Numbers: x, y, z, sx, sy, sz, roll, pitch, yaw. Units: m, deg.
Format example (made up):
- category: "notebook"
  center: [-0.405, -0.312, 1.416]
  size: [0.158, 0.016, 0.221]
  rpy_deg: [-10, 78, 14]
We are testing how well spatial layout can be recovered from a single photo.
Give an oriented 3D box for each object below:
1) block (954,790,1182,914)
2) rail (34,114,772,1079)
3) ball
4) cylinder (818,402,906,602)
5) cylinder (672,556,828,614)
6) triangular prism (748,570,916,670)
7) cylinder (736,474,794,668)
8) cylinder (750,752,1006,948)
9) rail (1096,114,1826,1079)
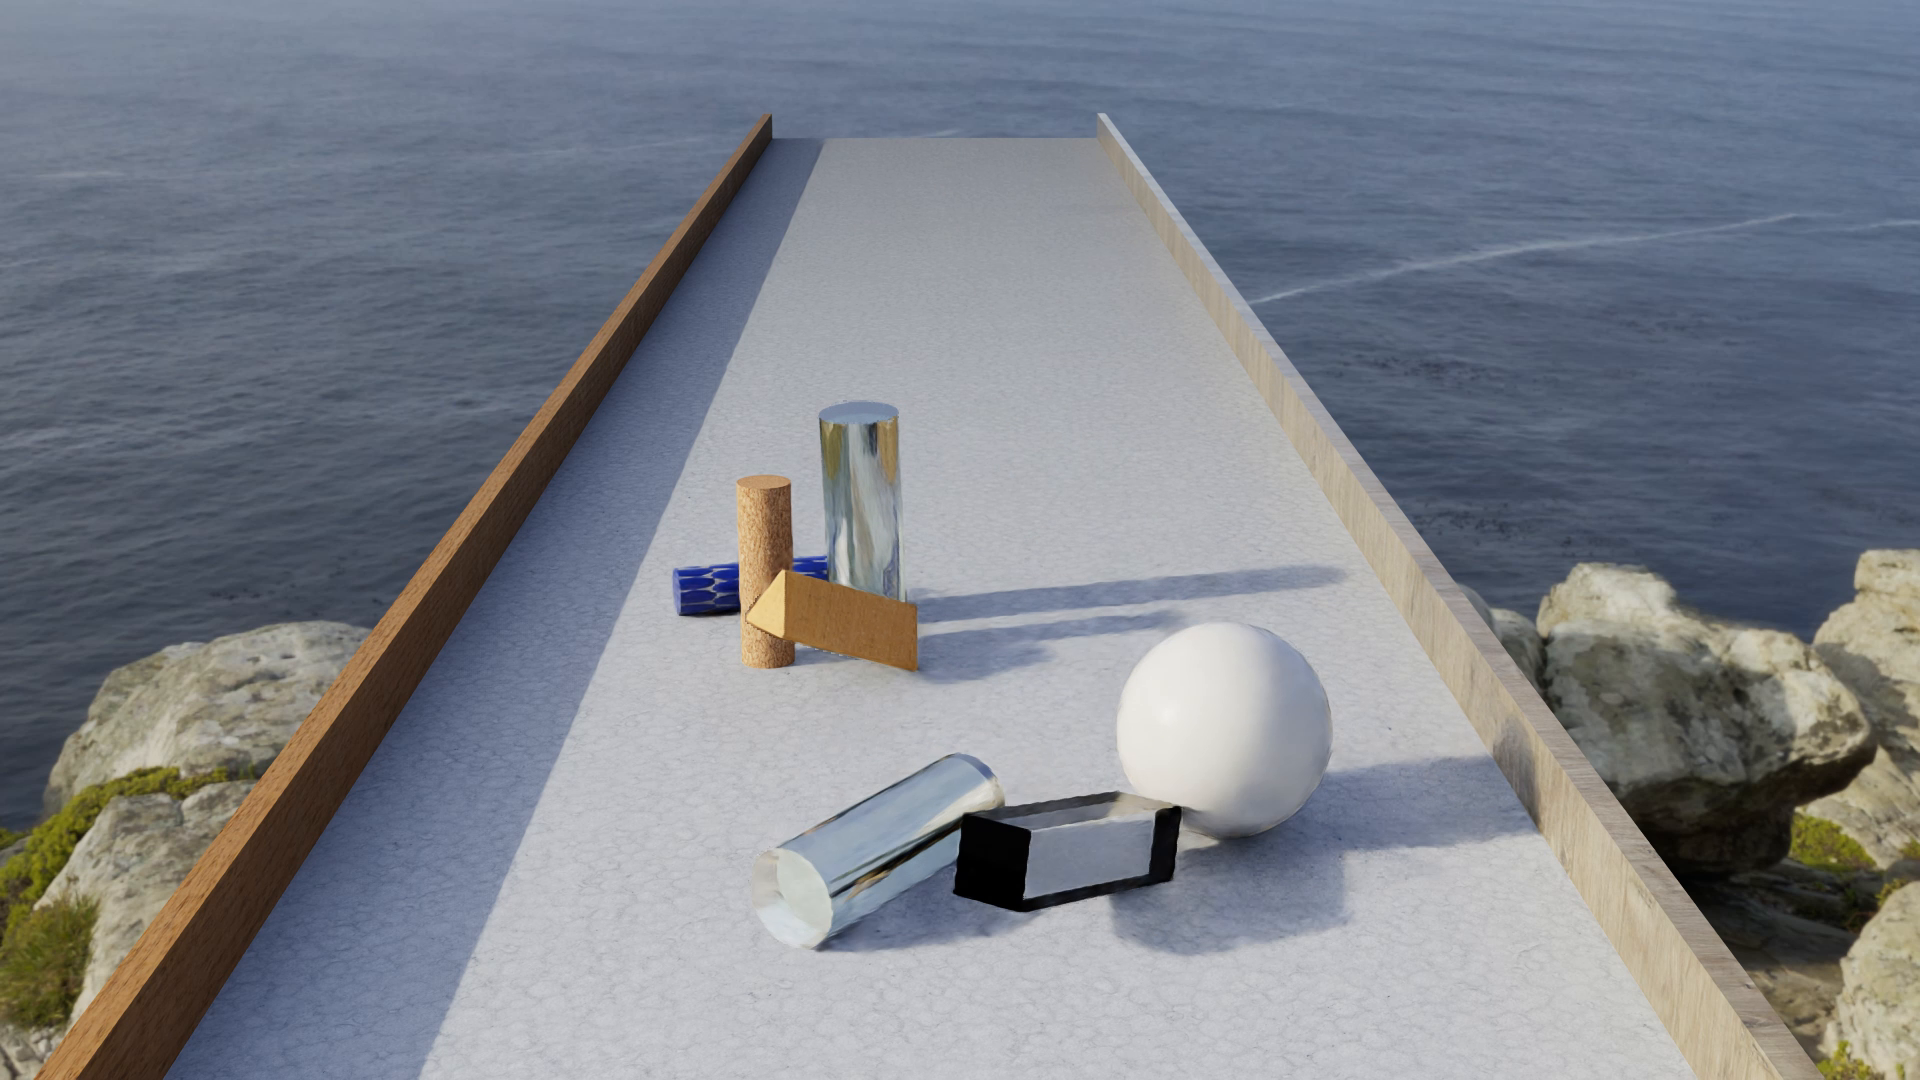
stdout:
- category: "block"
  center: [0.168, 0.460, 3.285]
  size: [0.118, 0.118, 0.423]
  rpy_deg: [9, 4, 35]
- category: "rail"
  center: [-1.118, -0.838, 7.780]
  size: [0.050, 0.150, 12.000]
  rpy_deg: [0, 17, -1]
- category: "ball"
  center: [0.429, 0.308, 3.575]
  size: [0.352, 0.352, 0.352]
  rpy_deg: [0, 17, 0]
- category: "cylinder"
  center: [-0.202, -0.053, 4.605]
  size: [0.164, 0.445, 0.164]
  rpy_deg: [-2, 20, 1]
- category: "cylinder"
  center: [-0.443, 0.096, 4.728]
  size: [0.333, 0.101, 0.101]
  rpy_deg: [-5, 17, -16]
- category: "triangular prism"
  center: [-0.231, 0.148, 4.298]
  size: [0.330, 0.118, 0.137]
  rpy_deg: [17, 3, -38]
- category: "cylinder"
  center: [-0.385, 0.063, 4.365]
  size: [0.106, 0.370, 0.106]
  rpy_deg: [0, 17, 0]
- category: "cylinder"
  center: [-0.118, 0.470, 3.376]
  size: [0.154, 0.154, 0.449]
  rpy_deg: [11, 20, 33]
- category: "rail"
  center: [0.932, -0.844, 7.801]
  size: [0.050, 0.150, 12.000]
  rpy_deg: [0, 17, -1]
